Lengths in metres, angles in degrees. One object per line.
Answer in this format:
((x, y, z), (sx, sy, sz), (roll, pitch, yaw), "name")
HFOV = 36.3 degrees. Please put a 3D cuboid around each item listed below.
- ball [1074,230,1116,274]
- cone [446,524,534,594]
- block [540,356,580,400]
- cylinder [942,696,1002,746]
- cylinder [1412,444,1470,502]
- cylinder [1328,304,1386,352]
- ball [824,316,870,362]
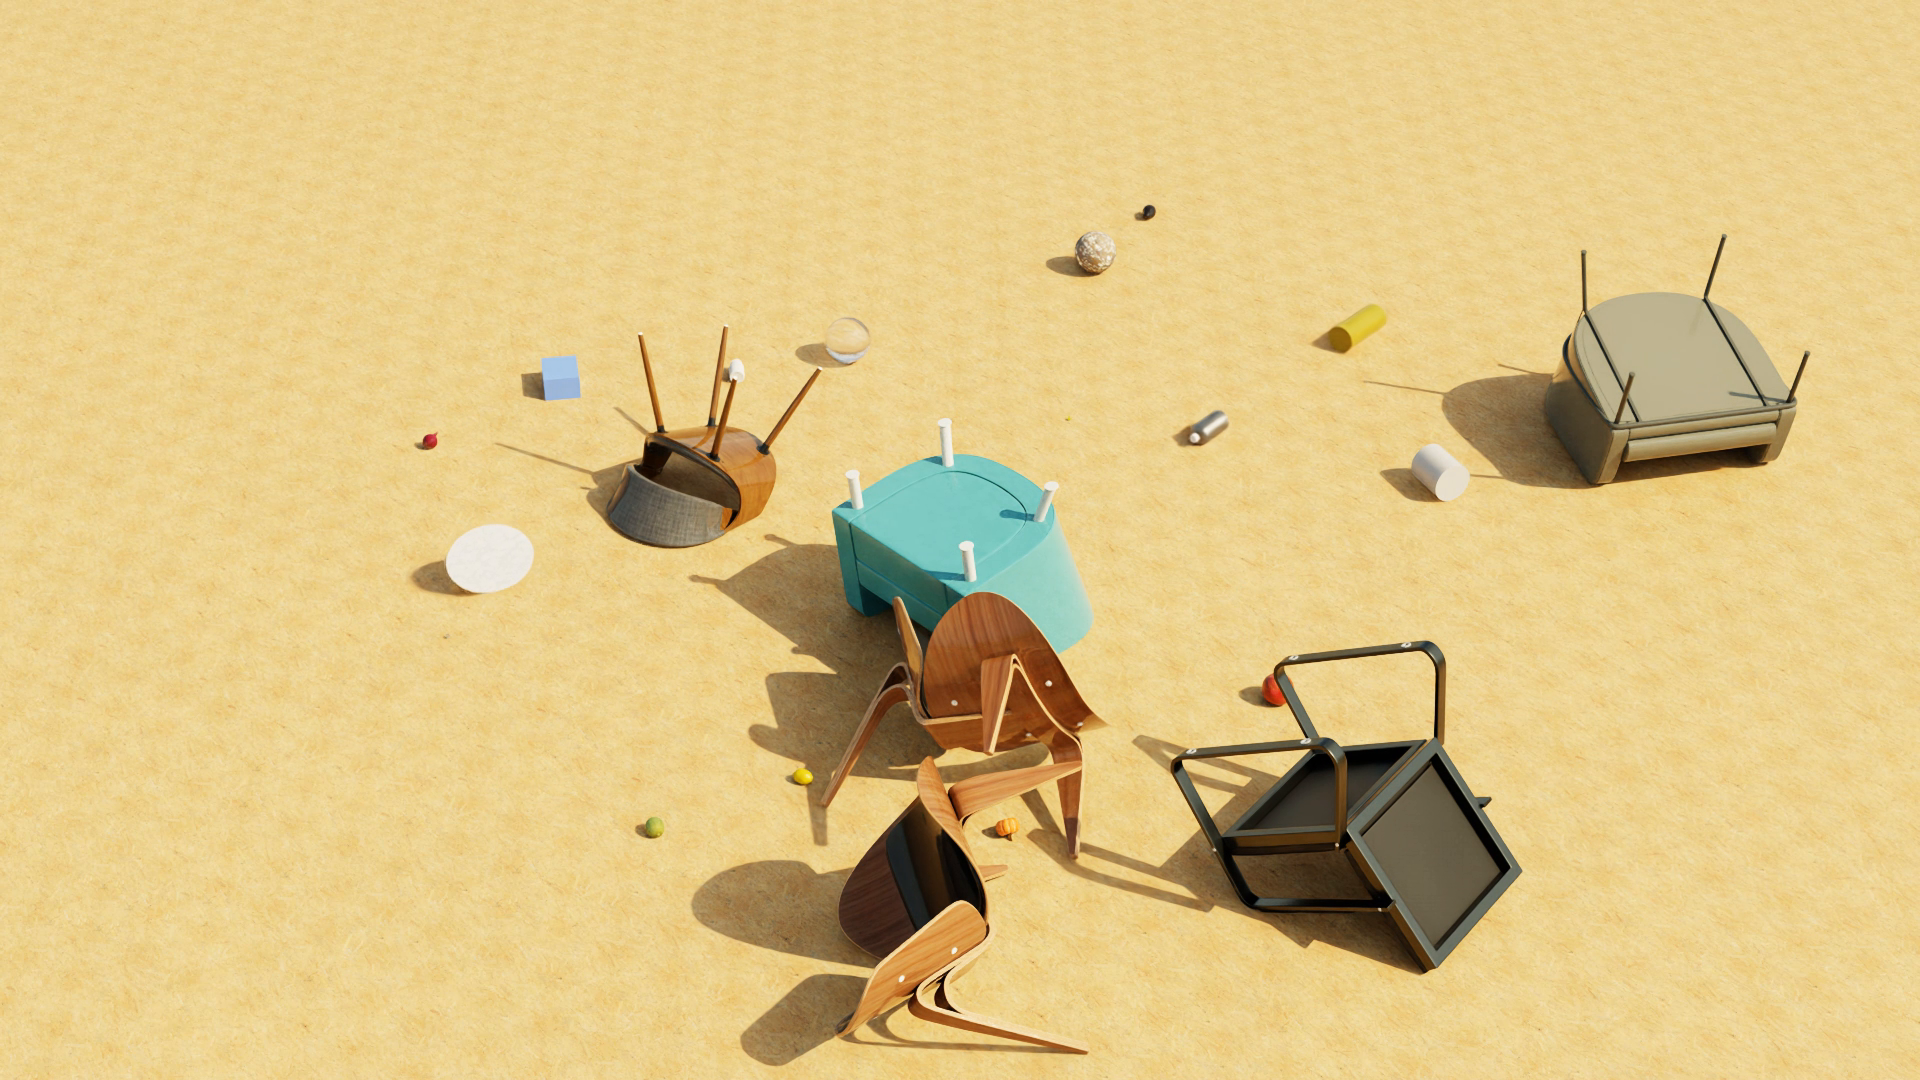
((0.585, -1.245, 12.670), (0.182, 0.182, 0.182), (0, 33, 0), "ball")
((-1.752, 0.069, 10.743), (0.331, 0.244, 0.212), (-13, 5, -25), "cone")
((-1.613, -0.655, 11.852), (0.143, 0.096, 0.181), (-6, 34, -9), "block")
((0.041, 0.609, 9.896), (0.159, 0.135, 0.137), (-14, 77, -21), "cylinder")
((1.834, -0.258, 11.197), (0.150, 0.155, 0.175), (4, 27, -30), "cylinder")
((1.653, -0.881, 12.179), (0.116, 0.113, 0.256), (26, 41, 32), "cylinder")
((-0.460, -0.820, 12.018), (0.188, 0.188, 0.188), (0, 33, 0), "ball")
